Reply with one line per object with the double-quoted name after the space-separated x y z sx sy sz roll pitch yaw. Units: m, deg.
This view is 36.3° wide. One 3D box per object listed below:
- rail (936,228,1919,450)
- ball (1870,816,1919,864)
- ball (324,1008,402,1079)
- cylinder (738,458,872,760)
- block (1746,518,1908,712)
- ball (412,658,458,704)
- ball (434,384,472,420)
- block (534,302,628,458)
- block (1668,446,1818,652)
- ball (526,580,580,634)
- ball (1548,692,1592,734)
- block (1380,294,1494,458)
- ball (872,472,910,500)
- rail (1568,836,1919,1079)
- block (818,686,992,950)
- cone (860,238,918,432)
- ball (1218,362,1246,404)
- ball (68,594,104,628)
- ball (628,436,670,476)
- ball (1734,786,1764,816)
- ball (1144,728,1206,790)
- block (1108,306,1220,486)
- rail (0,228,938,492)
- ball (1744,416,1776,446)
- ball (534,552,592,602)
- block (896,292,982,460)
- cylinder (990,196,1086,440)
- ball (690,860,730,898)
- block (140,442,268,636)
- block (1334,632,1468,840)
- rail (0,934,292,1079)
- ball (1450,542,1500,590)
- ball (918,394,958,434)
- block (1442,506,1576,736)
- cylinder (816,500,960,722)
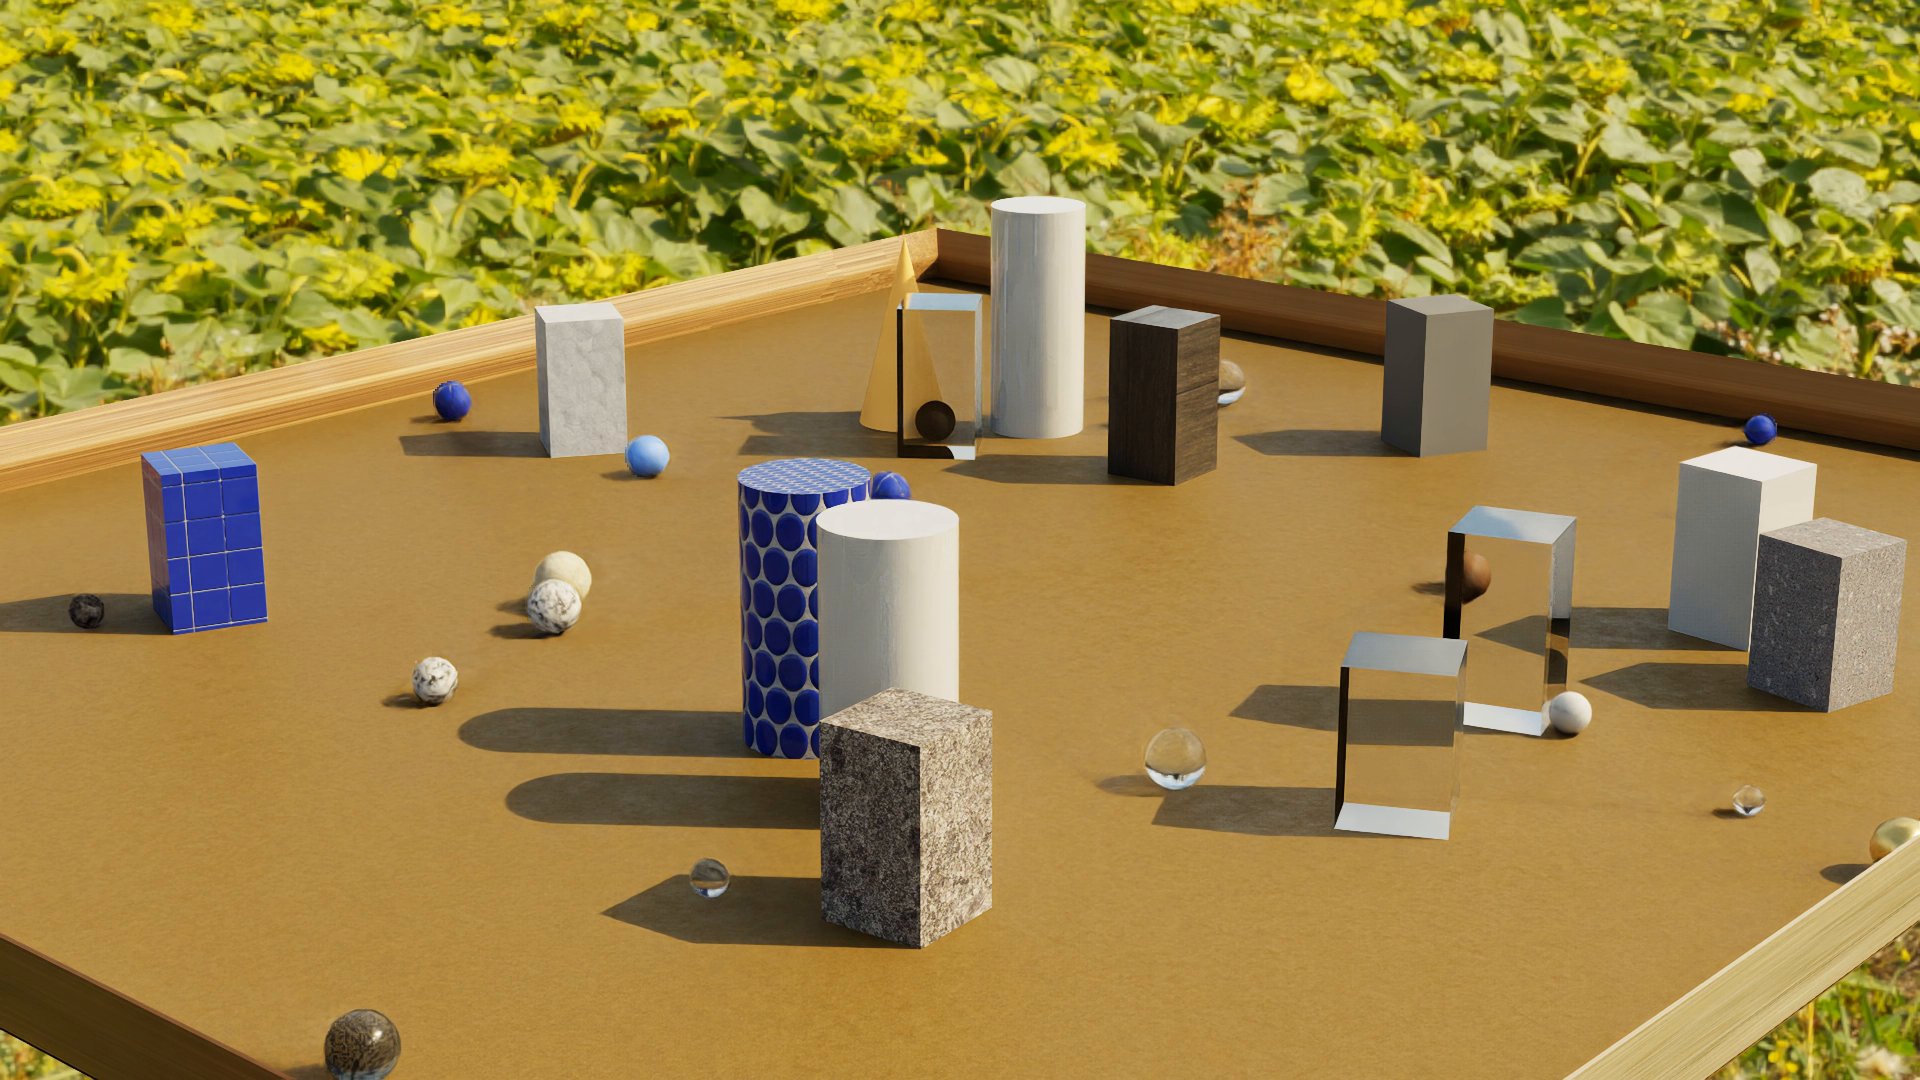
1.321 -0.406 6.576 3.704 0.129 0.045 14 22 39 "rail"
1.265 0.413 3.937 0.083 0.083 0.083 0 17 0 "ball"
-0.686 0.583 3.368 0.088 0.088 0.088 0 17 0 "ball"
-0.231 0.102 4.405 0.199 0.411 0.199 0 17 0 "cylinder"
1.368 0.116 4.632 0.159 0.252 0.159 -12 20 -34 "block"
-0.824 0.220 4.600 0.072 0.072 0.072 0 17 0 "ball"
-1.089 -0.296 6.300 0.079 0.079 0.079 0 17 0 "ball"
-0.784 -0.332 6.066 0.159 0.284 0.159 -5 17 -15 "block"
1.308 0.013 4.907 0.159 0.292 0.159 -14 22 -40 "block"
-0.683 0.111 4.928 0.090 0.090 0.090 0 17 0 "ball"
0.930 0.263 4.468 0.065 0.065 0.065 0 17 0 "ball"
0.988 -0.342 6.073 0.159 0.298 0.159 -7 18 -21 "block"
-0.135 -0.090 5.611 0.081 0.081 0.081 0 17 0 "ball"
1.381 0.378 3.972 0.045 0.129 4.076 14 22 39 "rail"
-0.069 0.357 3.793 0.159 0.275 0.159 11 20 33 "block"
-0.117 -0.450 6.251 0.199 0.403 0.199 0 17 0 "cone"
0.581 -0.344 6.434 0.094 0.094 0.094 0 17 0 "ball"
-1.477 0.120 4.956 0.059 0.059 0.059 0 17 0 "ball"
-0.624 -0.169 5.871 0.083 0.083 0.083 0 17 0 "ball"
1.118 0.369 4.155 0.042 0.042 0.042 0 17 0 "ball"
0.312 0.316 4.248 0.090 0.090 0.090 0 17 0 "ball"
0.408 -0.291 5.869 0.159 0.318 0.159 12 20 34 "block"
-1.381 -0.313 6.268 0.045 0.129 4.076 14 22 39 "rail"
1.665 -0.228 6.104 0.063 0.063 0.063 0 17 0 "ball"
-0.685 0.069 5.056 0.098 0.098 0.098 0 17 0 "ball"
-0.041 -0.339 6.039 0.159 0.311 0.159 2 17 5 "block"
0.163 -0.470 6.184 0.199 0.479 0.199 0 17 0 "cylinder"
-0.331 0.448 3.879 0.051 0.051 0.051 0 17 0 "ball"
-1.285 -0.004 4.986 0.159 0.278 0.159 -8 19 -26 "block"
0.622 0.273 4.130 0.159 0.241 0.159 4 17 14 "block"
-1.321 0.471 3.663 3.704 0.129 0.045 14 22 39 "rail"
0.905 0.046 5.151 0.088 0.088 0.088 0 17 0 "ball"
-0.046 -0.266 6.189 0.085 0.085 0.085 0 17 0 "ball"
0.845 0.122 4.521 0.159 0.305 0.159 8 18 24 "block"
-0.101 0.175 4.134 0.199 0.426 0.199 0 17 0 "cylinder"
